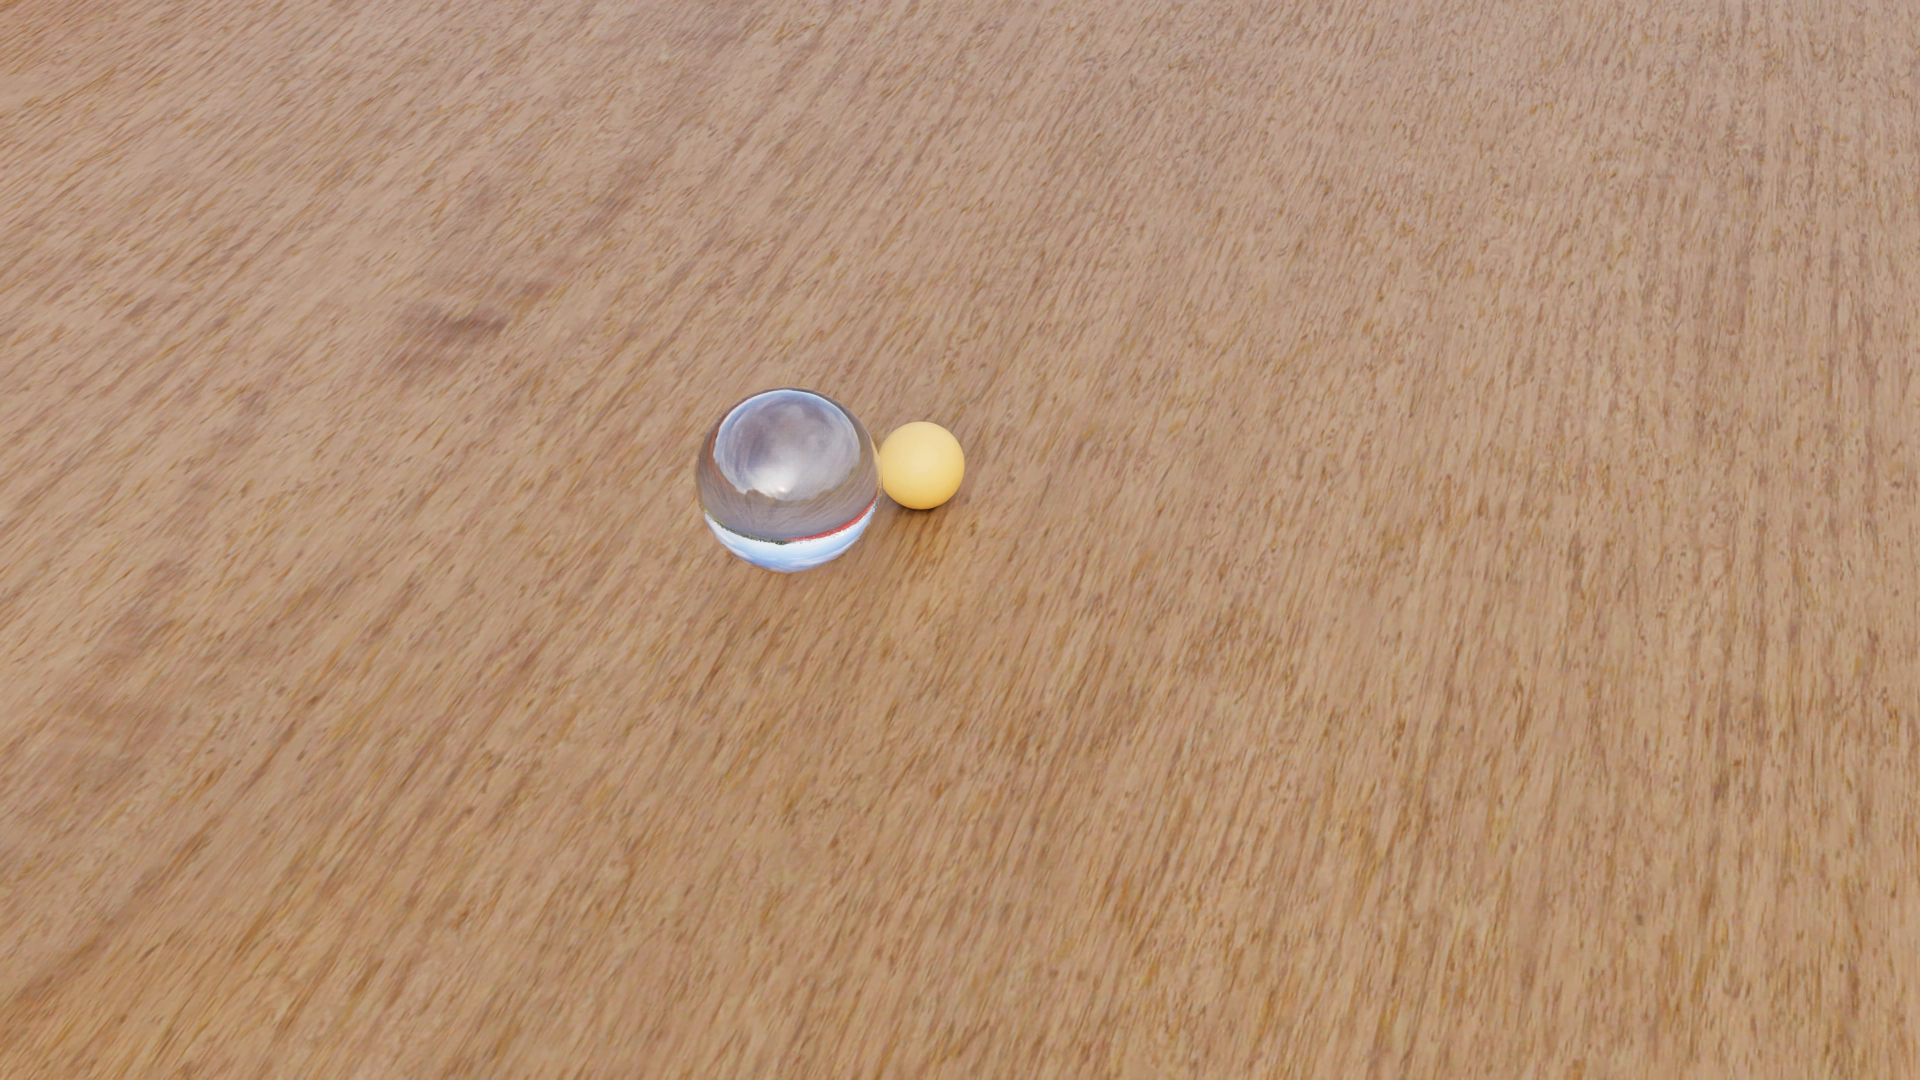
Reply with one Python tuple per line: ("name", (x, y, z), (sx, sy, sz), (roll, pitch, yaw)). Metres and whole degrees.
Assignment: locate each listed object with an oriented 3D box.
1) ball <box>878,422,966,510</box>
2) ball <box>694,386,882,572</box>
("ball", (-0.021, -0.041, 1.612), (0.048, 0.048, 0.048), (0, 32, 0))
("ball", (-0.091, -0.032, 1.551), (0.098, 0.098, 0.098), (0, 32, 0))
